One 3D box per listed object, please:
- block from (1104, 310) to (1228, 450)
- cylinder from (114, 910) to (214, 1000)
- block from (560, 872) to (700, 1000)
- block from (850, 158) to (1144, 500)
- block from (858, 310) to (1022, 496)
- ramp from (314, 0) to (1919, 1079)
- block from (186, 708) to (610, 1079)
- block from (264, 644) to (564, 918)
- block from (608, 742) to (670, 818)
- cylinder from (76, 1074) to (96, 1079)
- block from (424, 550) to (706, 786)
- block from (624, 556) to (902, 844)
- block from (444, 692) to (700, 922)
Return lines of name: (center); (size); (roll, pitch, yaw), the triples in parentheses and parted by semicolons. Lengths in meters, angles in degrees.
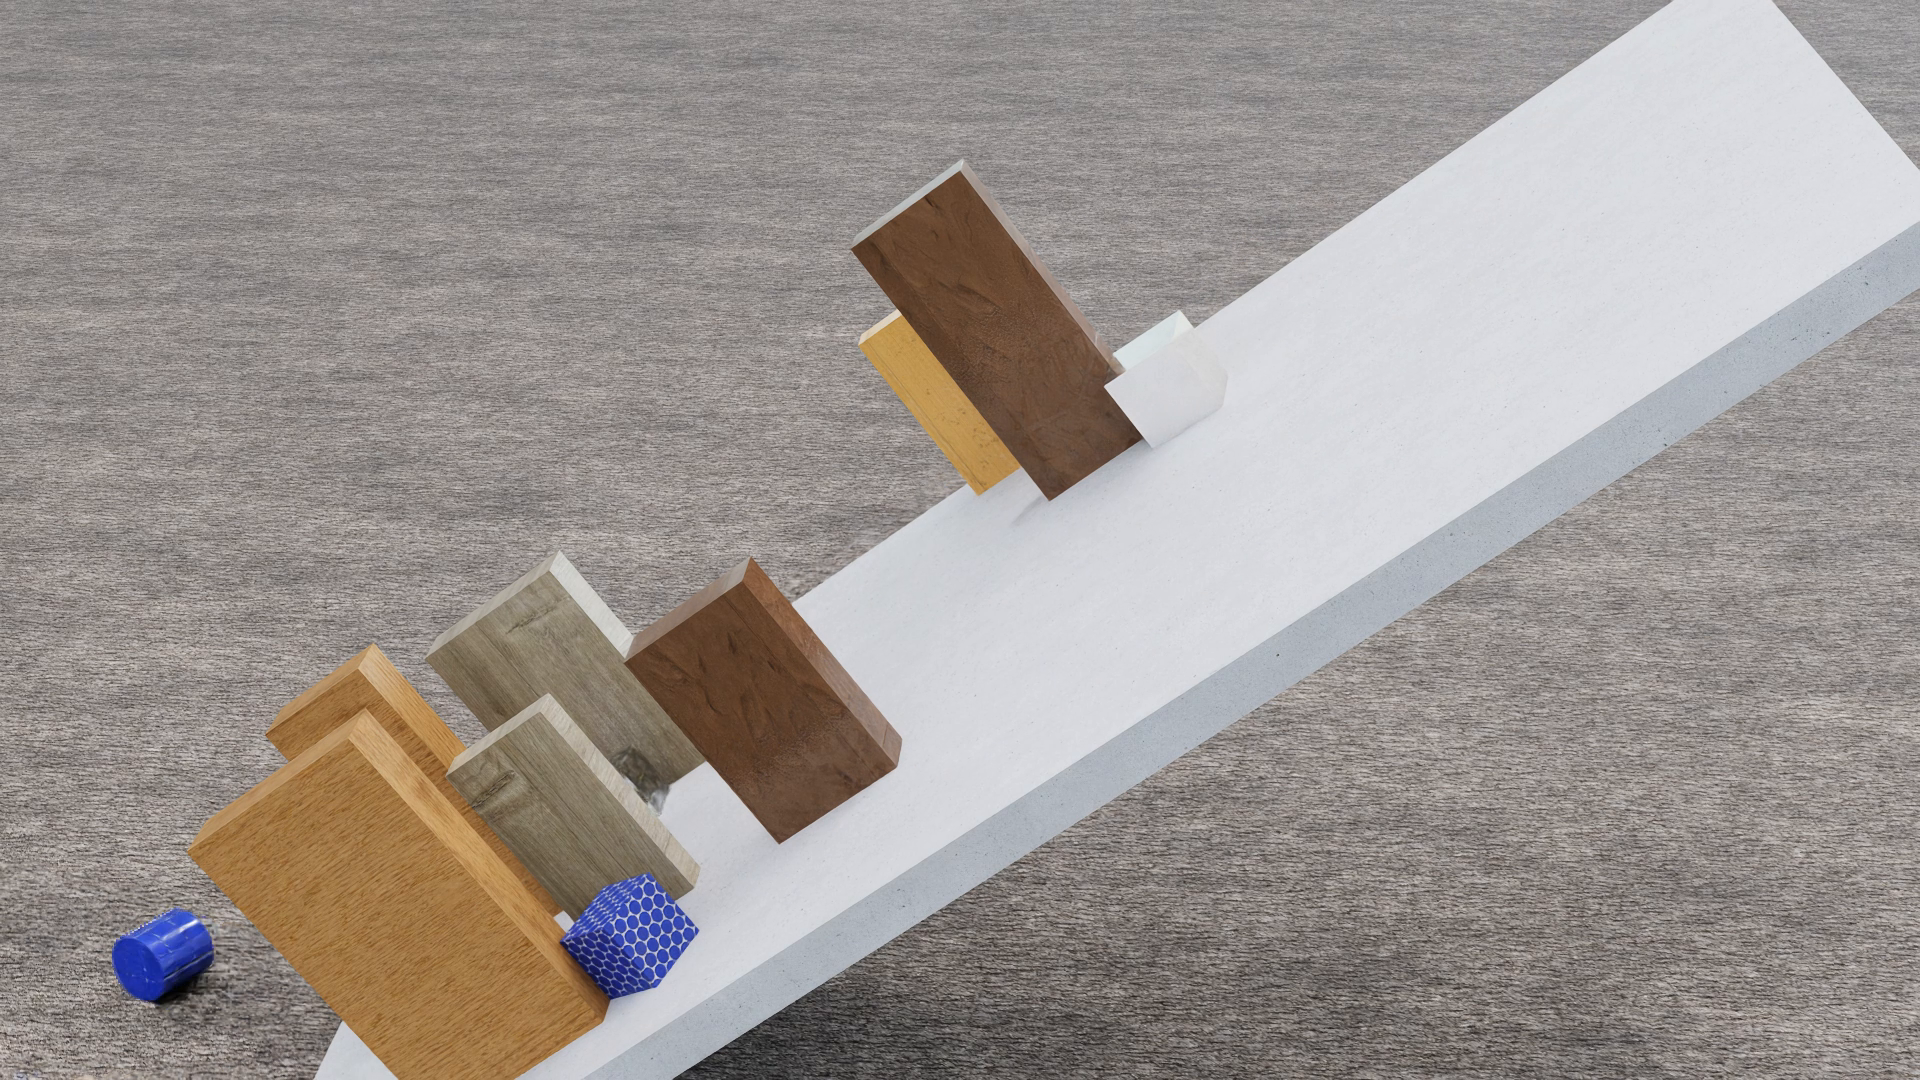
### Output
block: (0.460, -0.356, 6.542); (0.187, 0.187, 0.187); (-33, 17, 22)
cylinder: (-1.977, 1.030, 7.304); (0.170, 0.170, 0.170); (13, 25, 29)
block: (-0.661, 0.793, 5.887); (0.162, 0.162, 0.162); (-22, 22, 46)
block: (0.105, -0.467, 6.619); (0.305, 0.741, 0.101); (-34, 16, 16)
block: (0.065, -0.409, 7.047); (0.407, 0.475, 0.083); (-34, 16, 16)
ramp: (0.129, 0.179, 6.321); (4.000, 0.100, 2.000); (-34, 16, 16)
block: (-1.107, 0.759, 5.857); (0.431, 0.769, 0.132); (-34, 16, 16)
block: (-1.199, 0.600, 6.600); (0.279, 0.722, 0.135); (-34, 16, 16)
block: (-0.777, 0.586, 6.772); (0.142, 0.142, 0.142); (-34, 16, 16)
cylinder: (-1.941, 1.316, 6.503); (0.186, 0.186, 0.186); (49, 41, 13)
block: (-0.901, 0.367, 6.845); (0.380, 0.582, 0.119); (-34, 16, 16)
block: (-0.395, 0.327, 5.960); (0.307, 0.502, 0.128); (-34, 16, 16)
block: (-0.806, 0.591, 6.147); (0.261, 0.502, 0.089); (-34, 16, 16)
